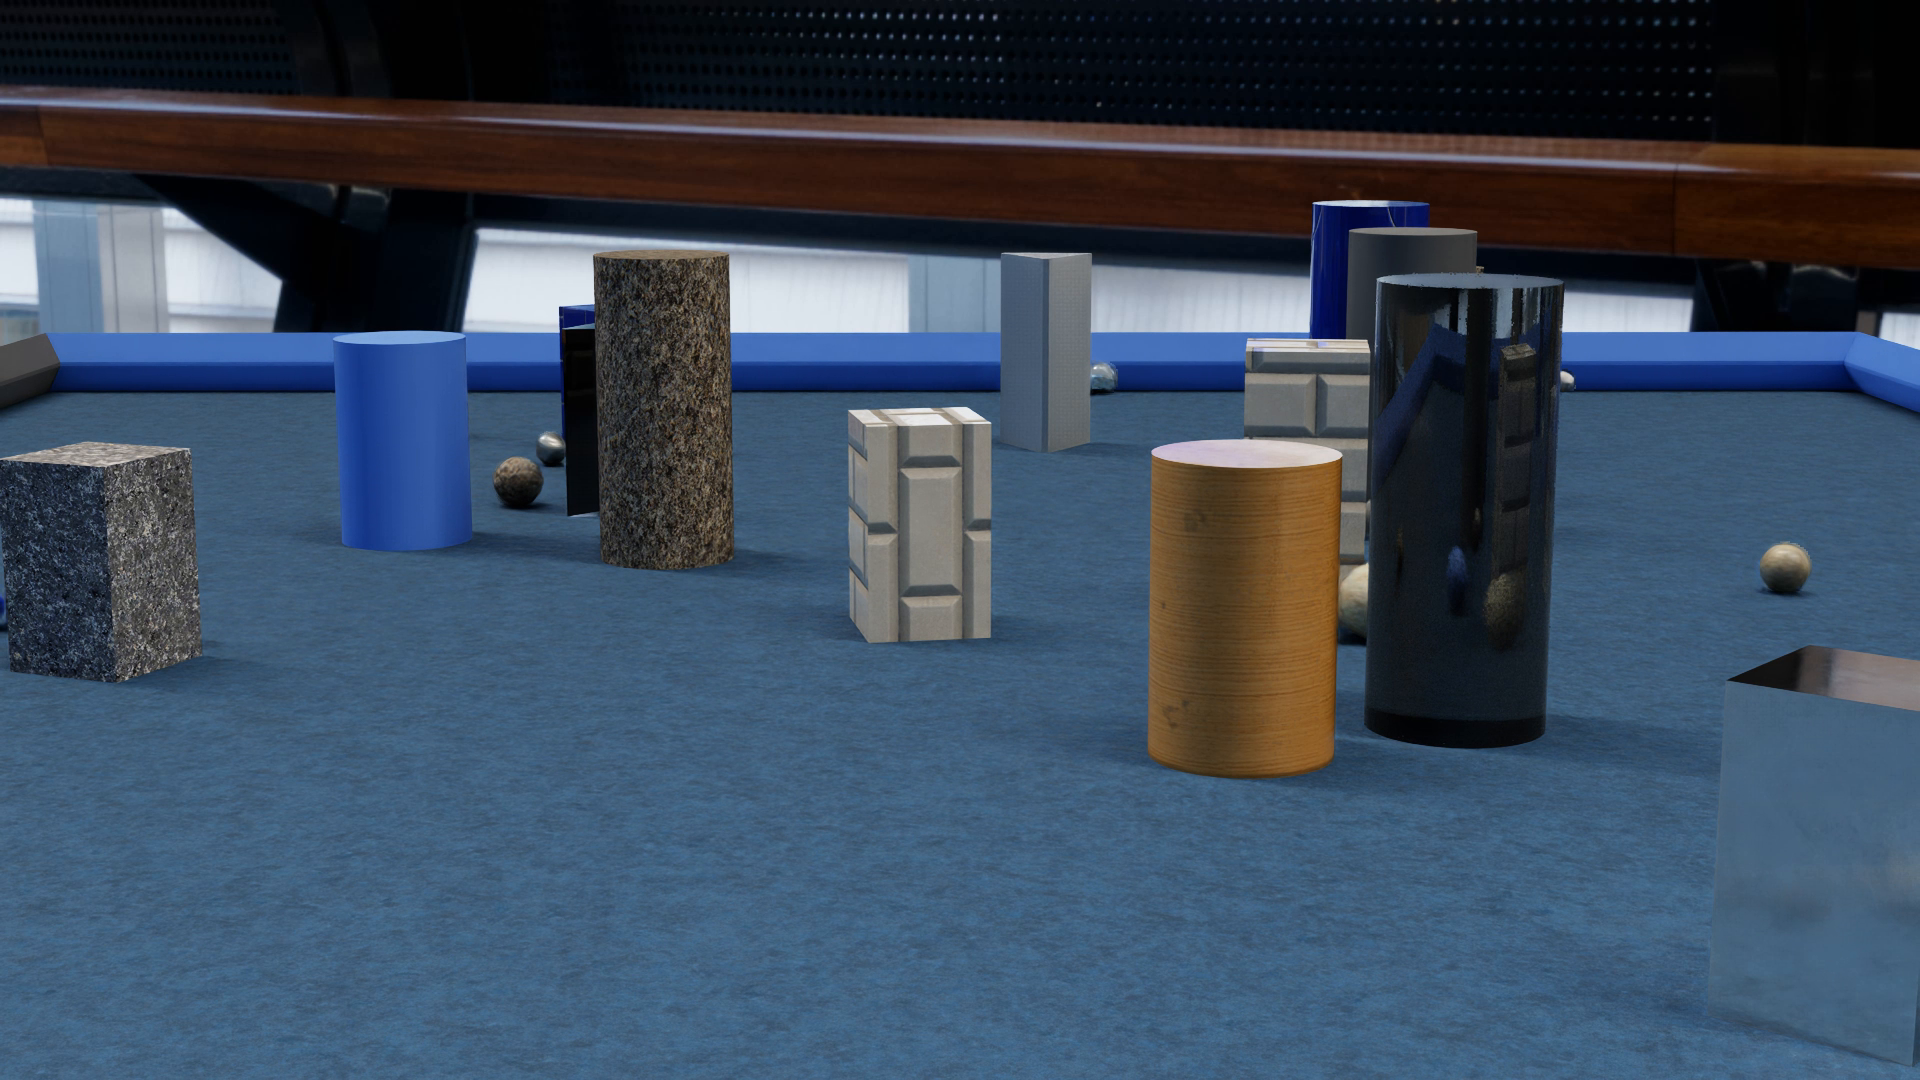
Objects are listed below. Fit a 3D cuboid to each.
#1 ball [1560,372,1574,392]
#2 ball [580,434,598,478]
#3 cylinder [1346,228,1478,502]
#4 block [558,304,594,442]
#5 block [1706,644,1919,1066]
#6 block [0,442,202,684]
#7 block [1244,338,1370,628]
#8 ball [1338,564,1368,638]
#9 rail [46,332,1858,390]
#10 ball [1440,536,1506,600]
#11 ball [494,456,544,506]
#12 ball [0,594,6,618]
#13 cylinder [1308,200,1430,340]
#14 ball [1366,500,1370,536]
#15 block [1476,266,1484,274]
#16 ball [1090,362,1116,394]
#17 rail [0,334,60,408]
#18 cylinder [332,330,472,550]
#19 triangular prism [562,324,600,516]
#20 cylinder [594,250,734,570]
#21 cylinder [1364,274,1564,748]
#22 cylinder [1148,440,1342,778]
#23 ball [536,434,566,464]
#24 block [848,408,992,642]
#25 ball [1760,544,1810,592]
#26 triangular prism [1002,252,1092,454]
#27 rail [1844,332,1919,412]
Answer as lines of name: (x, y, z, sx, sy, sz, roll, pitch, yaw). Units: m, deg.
ball: (1.364, -0.357, 5.795, 0.046, 0.046, 0.046, 0, 10, 0)
ball: (-0.633, -0.149, 4.568, 0.083, 0.083, 0.083, 0, 10, 0)
cylinder: (0.713, -0.255, 4.079, 0.200, 0.470, 0.200, 0, 10, 0)
block: (-0.654, -0.309, 4.912, 0.160, 0.274, 0.160, -8, 13, -38)
block: (0.692, 0.236, 1.977, 0.160, 0.268, 0.160, 9, 14, 40)
block: (-1.052, 0.024, 3.144, 0.160, 0.261, 0.160, 4, 11, 22)
block: (0.459, -0.079, 3.420, 0.160, 0.362, 0.160, 1, 11, 7)
ball: (0.535, 0.079, 3.291, 0.100, 0.100, 0.100, 0, 10, 0)
rail: (-0.014, -0.402, 5.803, 4.111, 0.130, 0.045, 0, 10, 0)
ball: (0.706, 0.039, 3.535, 0.089, 0.089, 0.089, 0, 10, 0)
ball: (-0.739, -0.098, 4.298, 0.082, 0.082, 0.082, 0, 10, 0)
ball: (-1.282, 0.088, 3.367, 0.054, 0.054, 0.054, 0, 10, 0)
cylinder: (0.702, -0.332, 4.430, 0.200, 0.494, 0.200, 0, 10, 0)
ball: (0.655, -0.035, 3.998, 0.065, 0.065, 0.065, 0, 10, 0)
block: (0.891, -0.356, 4.960, 0.160, 0.347, 0.160, -7, 13, -34)
ball: (0.317, -0.364, 5.764, 0.071, 0.071, 0.071, 0, 10, 0)
rail: (-2.032, 0.035, 3.437, 0.045, 0.130, 4.836, 0, 10, 0)
cylinder: (-0.861, -0.156, 3.971, 0.200, 0.315, 0.200, 0, 10, 0)
triangular prism: (-0.564, -0.205, 4.254, 0.173, 0.308, 0.150, -1, 11, -7)
cylinder: (-0.439, -0.197, 3.813, 0.200, 0.453, 0.200, 0, 10, 0)
cylinder: (0.553, -0.037, 2.825, 0.200, 0.497, 0.200, 0, 10, 0)
cylinder: (0.301, 0.069, 2.722, 0.200, 0.326, 0.200, 0, 10, 0)
ball: (-0.755, -0.168, 4.739, 0.058, 0.058, 0.058, 0, 10, 0)
block: (-0.054, -0.022, 3.346, 0.160, 0.279, 0.160, -2, 11, -11)
ball: (1.154, 0.039, 3.591, 0.068, 0.068, 0.068, 0, 10, 0)
triangular prism: (0.144, -0.367, 4.962, 0.150, 0.369, 0.173, 7, 12, 32)
rail: (2.032, 0.031, 3.460, 0.045, 0.130, 4.836, 0, 10, 0)
